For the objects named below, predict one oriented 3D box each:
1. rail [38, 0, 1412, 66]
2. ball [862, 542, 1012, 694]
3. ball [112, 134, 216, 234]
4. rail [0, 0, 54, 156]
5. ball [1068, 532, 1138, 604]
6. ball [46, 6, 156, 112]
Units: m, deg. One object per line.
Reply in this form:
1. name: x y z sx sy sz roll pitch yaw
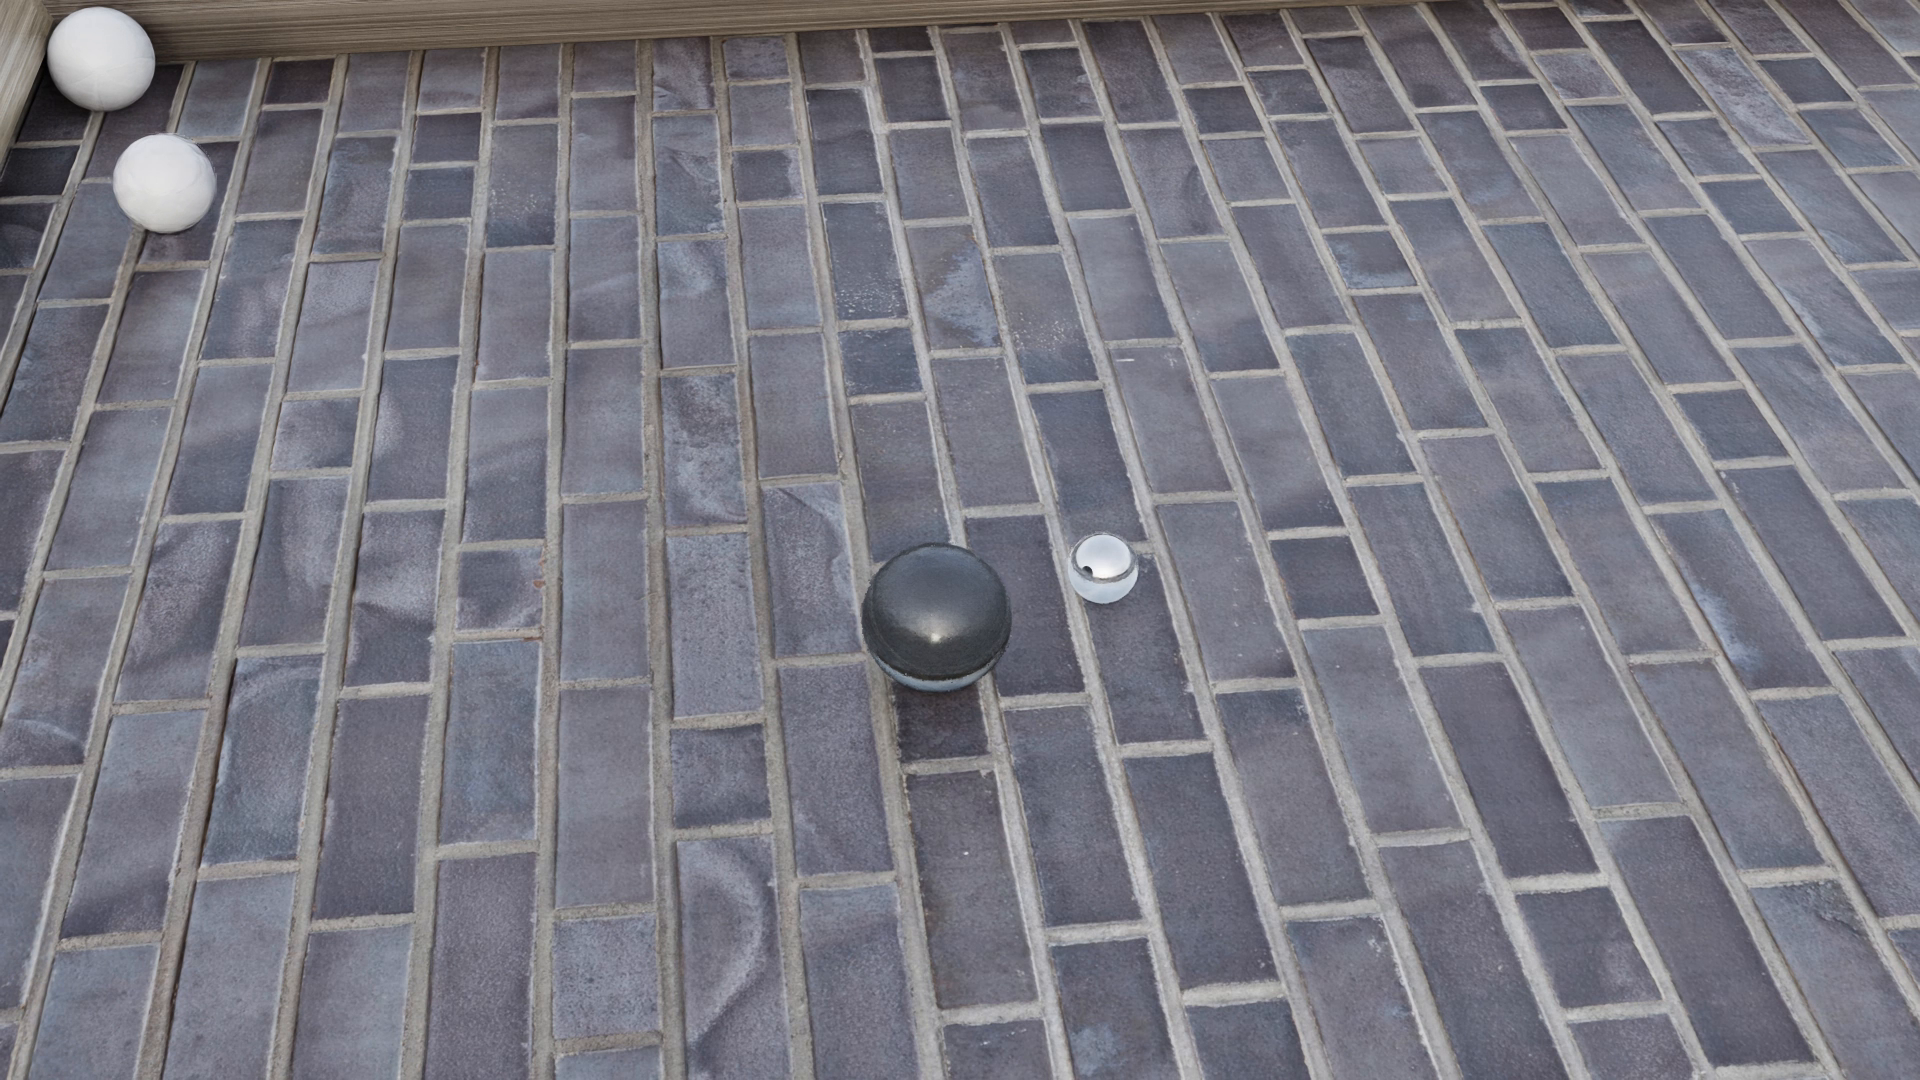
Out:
1. rail: 0.649 -0.560 2.395 2.998 0.120 0.045 -4 36 -5
2. ball: -0.014 0.048 1.577 0.093 0.093 0.093 0 36 0
3. ball: -0.636 -0.285 2.050 0.079 0.079 0.079 0 36 0
4. rail: -0.721 0.030 1.577 0.045 0.120 1.744 -4 36 -5
5. ball: 0.092 0.018 1.658 0.046 0.046 0.046 0 36 0
6. ball: -0.744 -0.416 2.223 0.090 0.090 0.090 0 36 0
